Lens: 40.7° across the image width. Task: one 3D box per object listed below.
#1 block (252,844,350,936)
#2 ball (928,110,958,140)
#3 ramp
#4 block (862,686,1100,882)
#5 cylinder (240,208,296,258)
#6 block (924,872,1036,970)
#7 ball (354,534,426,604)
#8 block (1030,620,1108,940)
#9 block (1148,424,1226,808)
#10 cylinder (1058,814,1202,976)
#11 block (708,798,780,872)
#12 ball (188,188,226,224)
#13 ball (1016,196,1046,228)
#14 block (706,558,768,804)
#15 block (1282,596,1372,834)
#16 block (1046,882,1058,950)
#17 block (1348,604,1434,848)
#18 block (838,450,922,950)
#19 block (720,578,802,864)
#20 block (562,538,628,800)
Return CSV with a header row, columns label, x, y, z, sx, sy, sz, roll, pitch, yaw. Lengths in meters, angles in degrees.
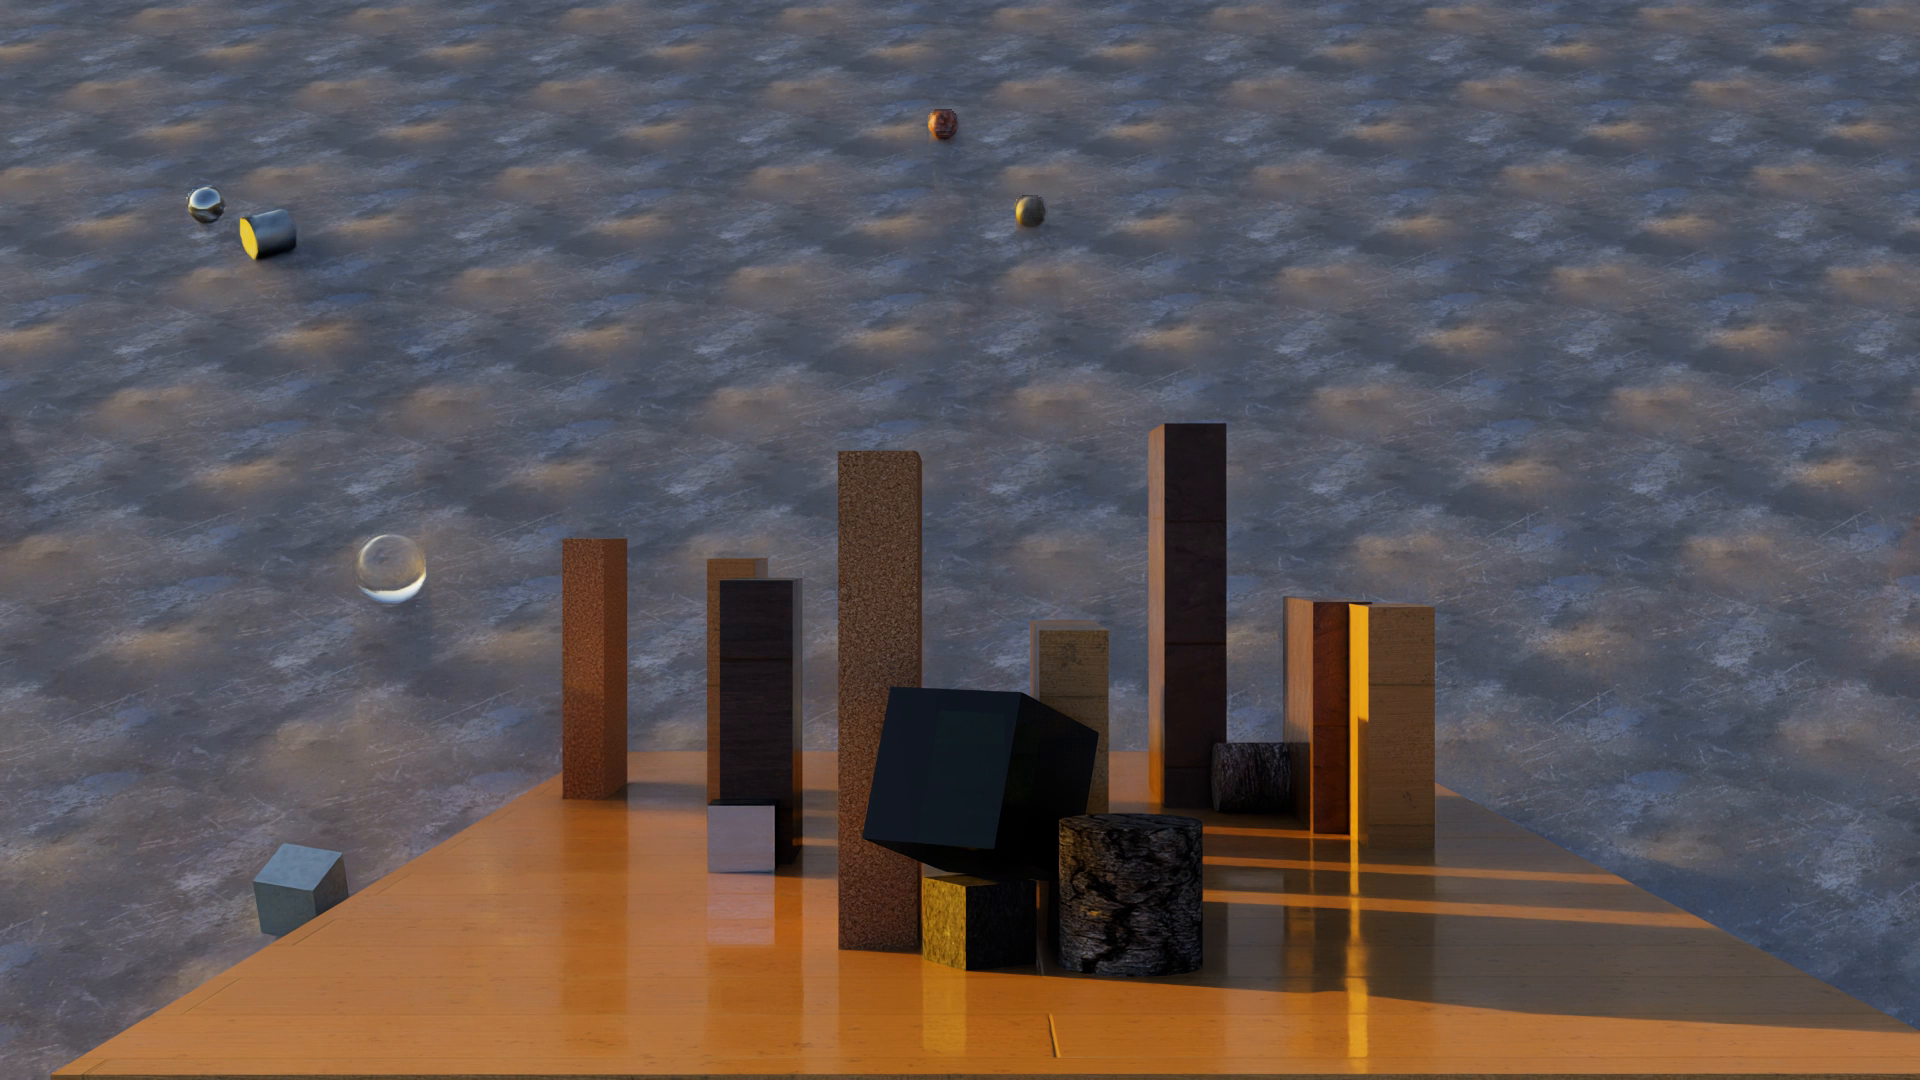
label,x,y,z,sx,sy,sz,roll,pitch,yaw
block,-1.565,0.839,6.153,0.154,0.154,0.154,7,31,13
ball,-0.069,-1.704,10.632,0.119,0.119,0.119,0,30,0
ramp,0.067,0.595,4.651,2.000,0.100,4.000,0,0,0
block,0.029,0.321,3.396,0.204,0.204,0.204,0,-18,34
cylinder,-2.568,-1.136,9.603,0.155,0.155,0.155,-20,35,-31
block,0.025,0.493,3.354,0.107,0.107,0.107,0,0,-31
ball,-1.634,0.083,7.424,0.203,0.203,0.203,0,30,0
block,0.156,0.335,3.756,0.095,0.423,0.441,0,0,0
block,0.478,0.153,5.470,0.126,0.781,0.431,0,0,0
cylinder,0.220,0.454,3.328,0.185,0.185,0.185,0,0,0
block,-0.359,0.491,4.295,0.110,0.110,0.110,0,0,0
ball,-2.872,-1.275,9.864,0.137,0.137,0.137,0,30,0
ball,0.268,-1.247,9.838,0.115,0.115,0.115,0,30,0
block,-0.426,0.290,4.975,0.090,0.510,0.316,0,0,0
block,0.710,0.330,5.024,0.110,0.430,0.446,0,0,0
block,0.179,0.486,3.478,0.115,0.115,0.115,3,0,0
block,0.780,0.331,4.705,0.117,0.426,0.271,0,0,0
block,-0.110,0.213,3.675,0.106,0.665,0.447,0,0,0
block,-0.343,0.306,4.489,0.122,0.478,0.277,0,0,0
block,-0.792,0.271,5.630,0.087,0.547,0.386,0,0,0
